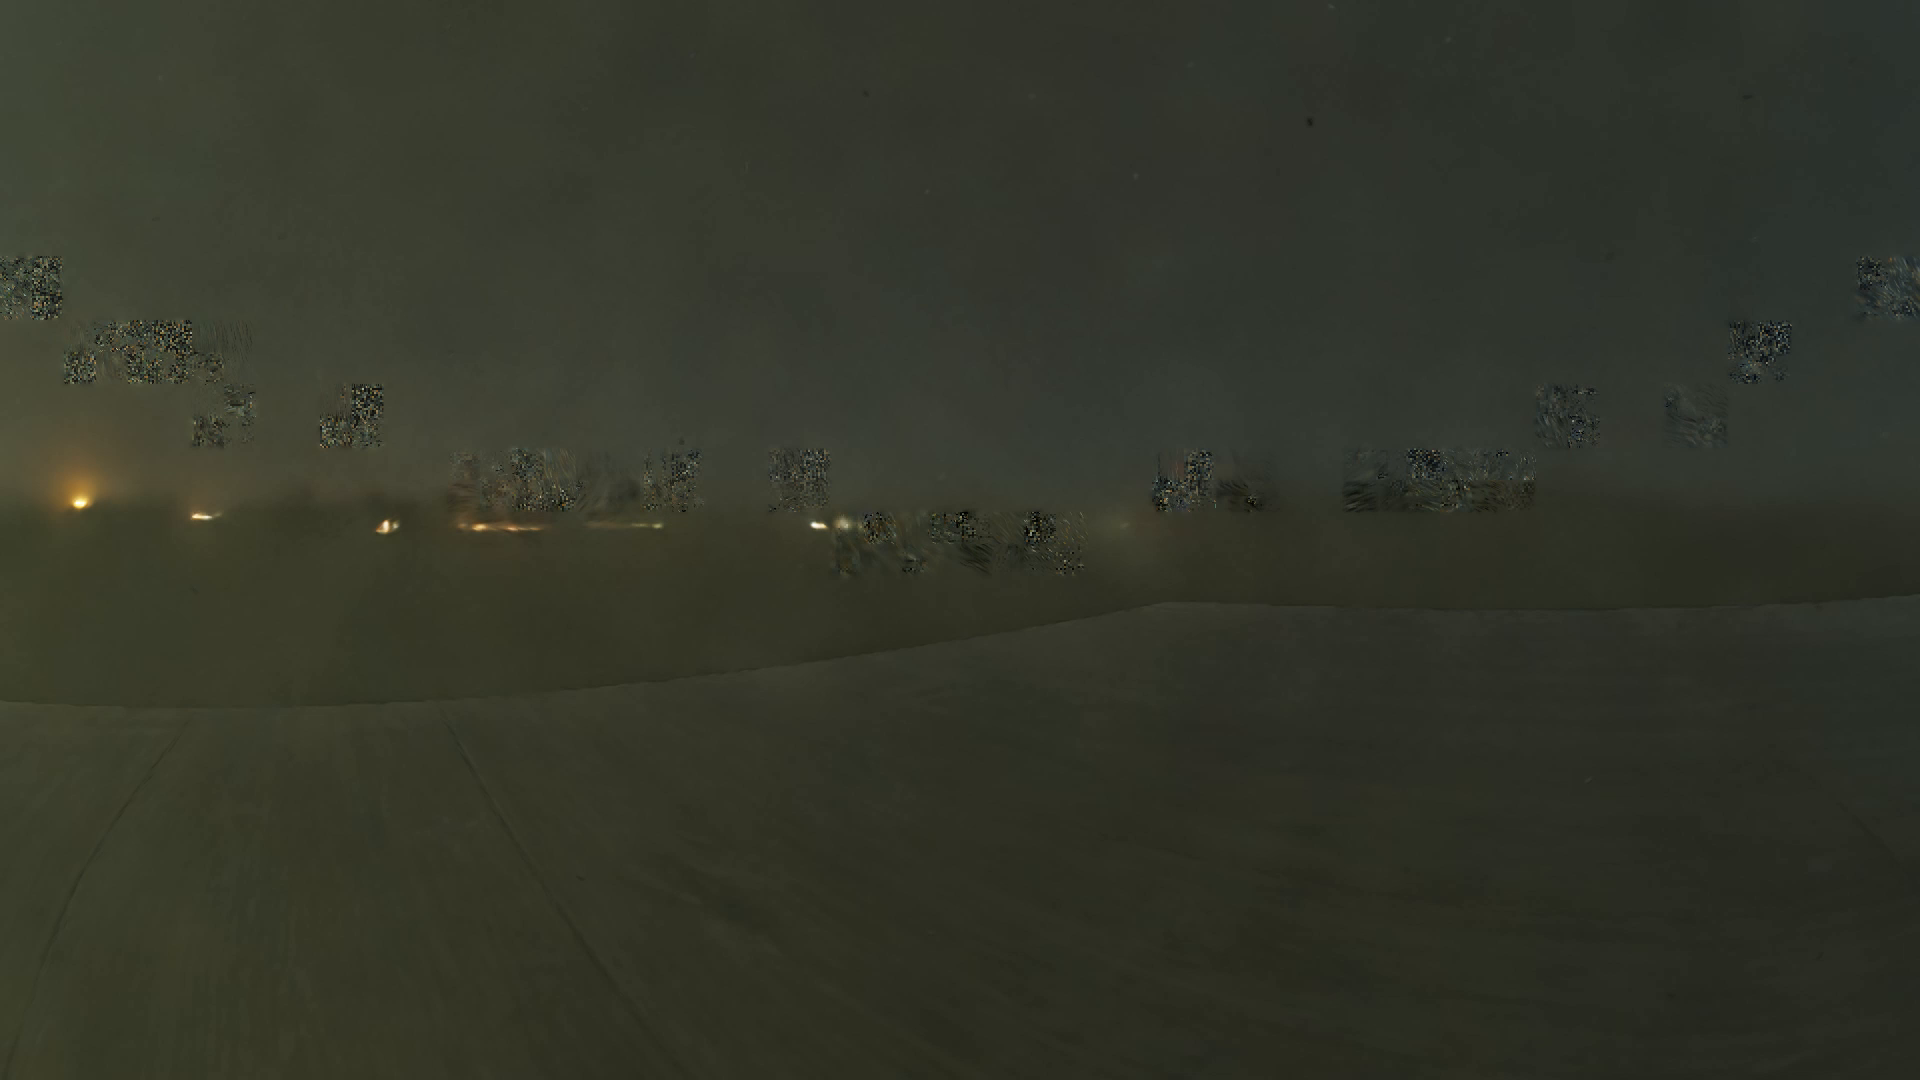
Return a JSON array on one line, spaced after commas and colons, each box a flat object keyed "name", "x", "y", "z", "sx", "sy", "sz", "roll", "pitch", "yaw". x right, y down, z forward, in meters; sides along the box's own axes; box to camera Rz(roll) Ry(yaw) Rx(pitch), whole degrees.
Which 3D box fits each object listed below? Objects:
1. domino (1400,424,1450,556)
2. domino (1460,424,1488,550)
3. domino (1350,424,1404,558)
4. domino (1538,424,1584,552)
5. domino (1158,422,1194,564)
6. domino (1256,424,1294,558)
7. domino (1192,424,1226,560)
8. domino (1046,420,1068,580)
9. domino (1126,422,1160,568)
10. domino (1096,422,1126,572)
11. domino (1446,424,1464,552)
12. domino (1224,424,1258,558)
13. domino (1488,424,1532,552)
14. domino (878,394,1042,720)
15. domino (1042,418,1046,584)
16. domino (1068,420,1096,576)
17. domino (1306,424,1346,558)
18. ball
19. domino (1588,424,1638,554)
[{"name": "domino", "x": 0.175, "y": -0.020, "z": 0.498, "sx": 0.025, "sy": 0.050, "sz": 0.009, "roll": 4, "pitch": 6, "yaw": 40}, {"name": "domino", "x": 0.203, "y": -0.022, "z": 0.521, "sx": 0.009, "sy": 0.050, "sz": 0.025, "roll": 0, "pitch": 4, "yaw": -2}, {"name": "domino", "x": 0.159, "y": -0.019, "z": 0.489, "sx": 0.010, "sy": 0.050, "sz": 0.025, "roll": 0, "pitch": 4, "yaw": -5}, {"name": "domino", "x": 0.241, "y": -0.021, "z": 0.516, "sx": 0.010, "sy": 0.050, "sz": 0.025, "roll": 1, "pitch": 4, "yaw": 12}, {"name": "domino", "x": 0.071, "y": -0.017, "z": 0.465, "sx": 0.009, "sy": 0.050, "sz": 0.025, "roll": -4, "pitch": 6, "yaw": -40}, {"name": "domino", "x": 0.120, "y": -0.019, "z": 0.492, "sx": 0.009, "sy": 0.050, "sz": 0.025, "roll": 0, "pitch": 4, "yaw": 2}, {"name": "domino", "x": 0.086, "y": -0.018, "z": 0.478, "sx": 0.010, "sy": 0.050, "sz": 0.025, "roll": -4, "pitch": 6, "yaw": -41}, {"name": "domino", "x": 0.021, "y": -0.013, "z": 0.408, "sx": 0.025, "sy": 0.050, "sz": 0.010, "roll": 2, "pitch": 5, "yaw": 30}, {"name": "domino", "x": 0.057, "y": -0.016, "z": 0.453, "sx": 0.010, "sy": 0.050, "sz": 0.025, "roll": -4, "pitch": 6, "yaw": -43}, {"name": "domino", "x": 0.044, "y": -0.015, "z": 0.439, "sx": 0.025, "sy": 0.050, "sz": 0.009, "roll": 4, "pitch": 6, "yaw": 41}, {"name": "domino", "x": 0.186, "y": -0.021, "z": 0.513, "sx": 0.025, "sy": 0.050, "sz": 0.009, "roll": 4, "pitch": 6, "yaw": 42}, {"name": "domino", "x": 0.102, "y": -0.019, "z": 0.489, "sx": 0.009, "sy": 0.050, "sz": 0.025, "roll": -2, "pitch": 5, "yaw": -24}, {"name": "domino", "x": 0.222, "y": -0.021, "z": 0.519, "sx": 0.009, "sy": 0.050, "sz": 0.025, "roll": 1, "pitch": 4, "yaw": 9}, {"name": "domino", "x": 0.000, "y": 0.002, "z": 0.201, "sx": 0.025, "sy": 0.050, "sz": 0.010, "roll": 0, "pitch": 4, "yaw": 0}, {"name": "domino", "x": 0.013, "y": -0.012, "z": 0.391, "sx": 0.025, "sy": 0.050, "sz": 0.010, "roll": 2, "pitch": 5, "yaw": 20}, {"name": "domino", "x": 0.032, "y": -0.014, "z": 0.424, "sx": 0.025, "sy": 0.050, "sz": 0.009, "roll": 3, "pitch": 5, "yaw": 37}, {"name": "domino", "x": 0.139, "y": -0.019, "z": 0.490, "sx": 0.009, "sy": 0.050, "sz": 0.025, "roll": 0, "pitch": 4, "yaw": 6}, {"name": "ball", "x": 0.000, "y": -0.002, "z": 0.056, "sx": 0.080, "sy": 0.080, "sz": 0.080, "roll": 0, "pitch": 4, "yaw": 0}, {"name": "domino", "x": 0.260, "y": -0.021, "z": 0.511, "sx": 0.009, "sy": 0.050, "sz": 0.025, "roll": 1, "pitch": 4, "yaw": 11}]
